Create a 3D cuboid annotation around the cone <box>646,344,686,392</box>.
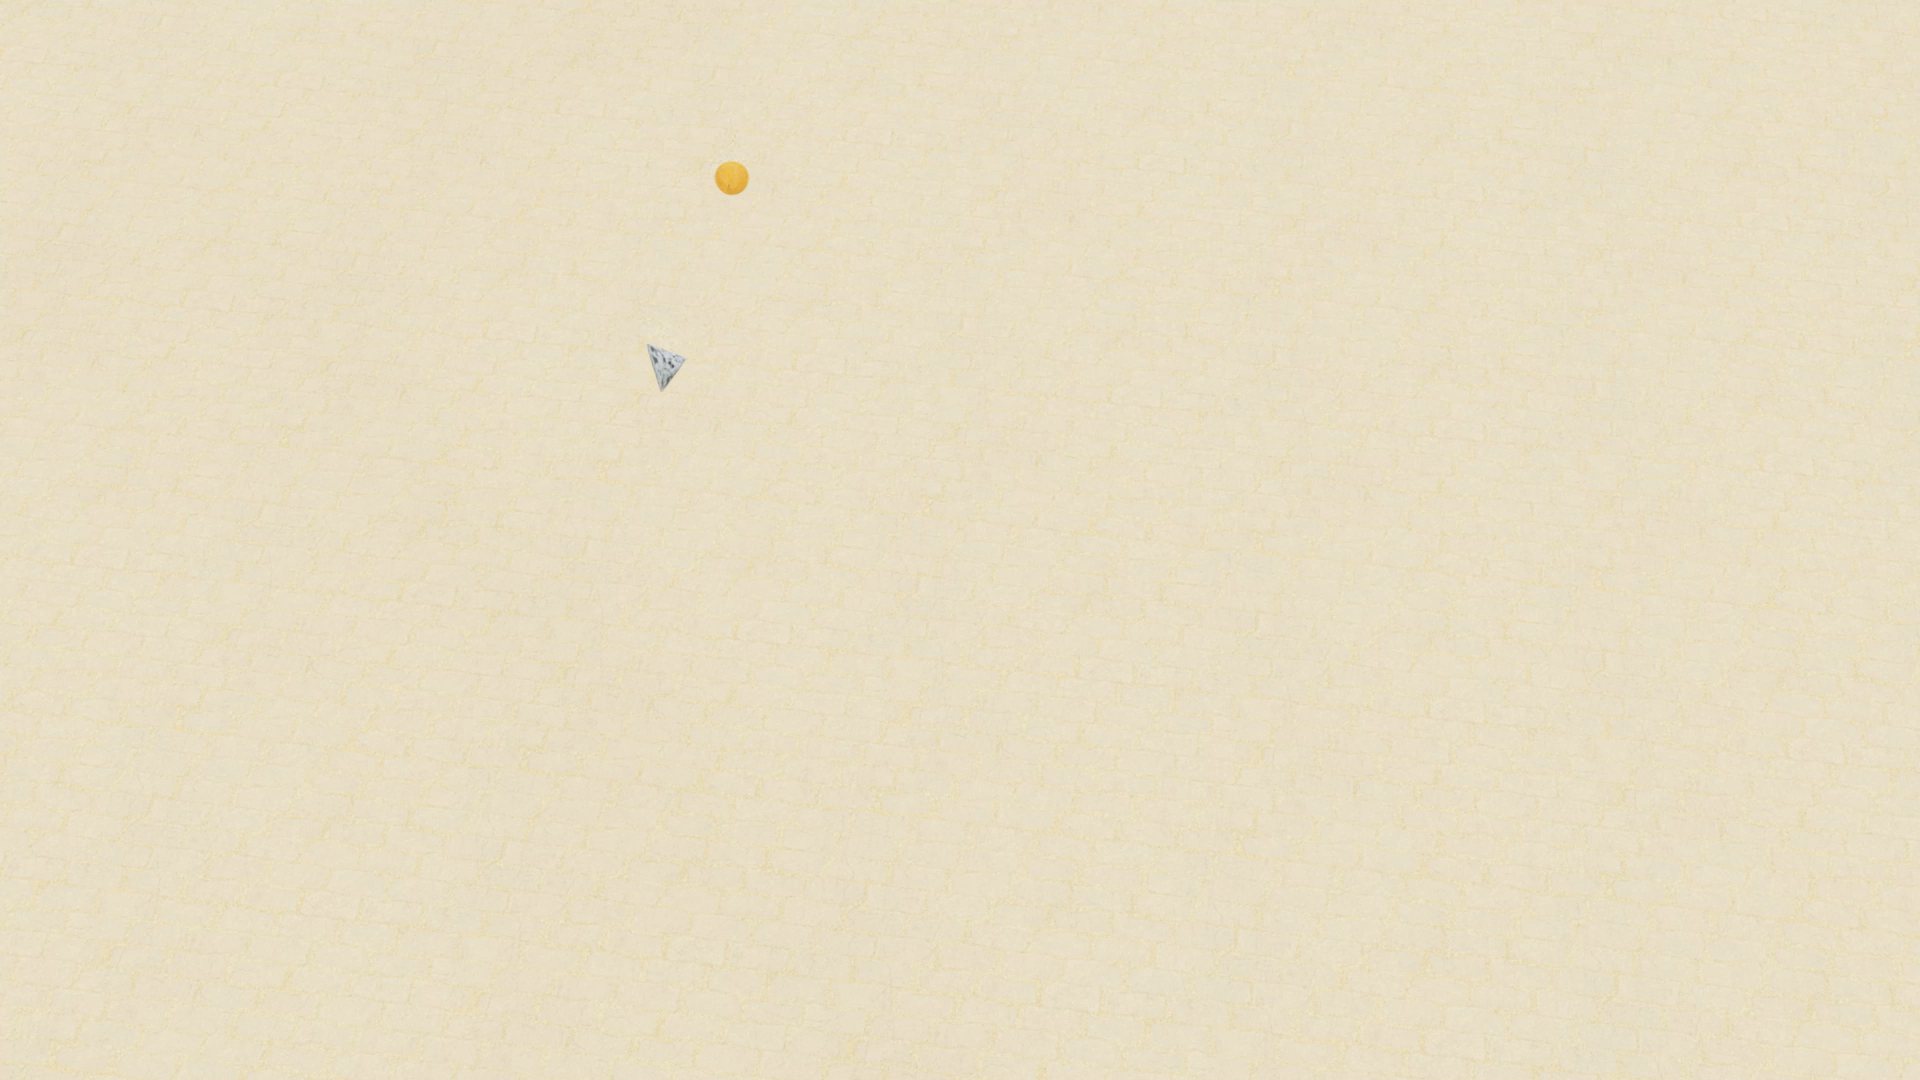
[{"bbox_3d":[-0.448,-0.274,3.407,0.054,0.111,0.078,-17,82,-8],"label":"cone"}]
